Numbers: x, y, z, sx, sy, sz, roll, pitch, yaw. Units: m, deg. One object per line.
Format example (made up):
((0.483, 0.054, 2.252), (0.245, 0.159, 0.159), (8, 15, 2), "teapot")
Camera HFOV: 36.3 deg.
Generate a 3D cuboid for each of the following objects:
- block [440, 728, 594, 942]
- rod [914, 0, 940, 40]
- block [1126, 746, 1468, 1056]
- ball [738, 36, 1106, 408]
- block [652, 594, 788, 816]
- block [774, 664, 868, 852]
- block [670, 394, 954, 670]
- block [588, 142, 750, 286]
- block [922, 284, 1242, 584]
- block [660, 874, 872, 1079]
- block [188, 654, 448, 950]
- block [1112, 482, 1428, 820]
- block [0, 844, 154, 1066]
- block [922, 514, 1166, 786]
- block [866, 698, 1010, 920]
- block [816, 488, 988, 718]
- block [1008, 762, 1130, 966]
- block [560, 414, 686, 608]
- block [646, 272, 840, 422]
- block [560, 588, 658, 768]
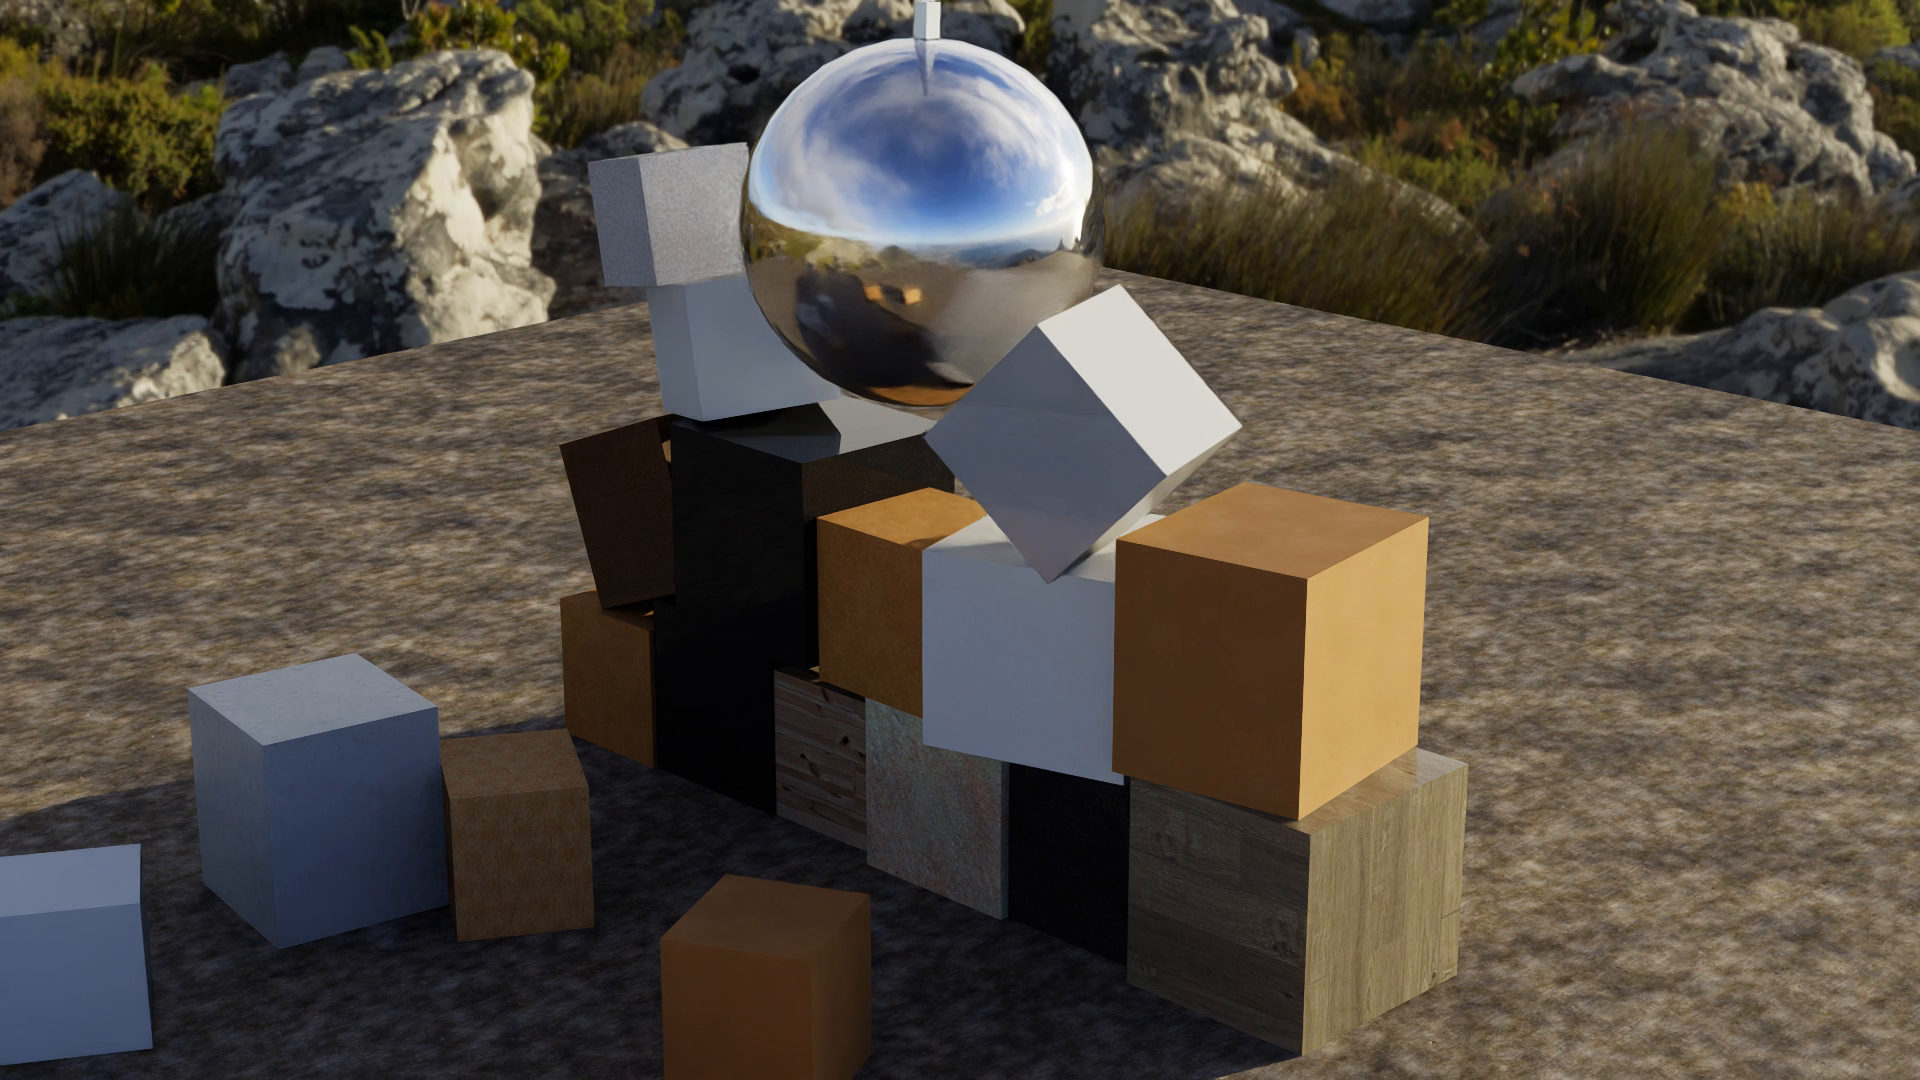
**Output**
((-1.989, 1.305, 13.075), (0.598, 0.669, 0.720), (-4, 18, -14), "block")
((-0.071, -4.644, 11.807), (0.080, 5.200, 0.080), (17, 22, 42), "rod")
((1.409, 1.401, 12.284), (0.941, 0.962, 1.050), (17, 24, 42), "block")
((-0.165, -1.375, 12.737), (1.600, 1.600, 1.600), (0, 17, 0), "ball")
((-0.930, 0.725, 14.545), (0.786, 0.896, 0.863), (-17, 24, -42), "block")
((-0.367, 0.969, 14.023), (0.732, 0.743, 0.728), (-17, 24, -42), "block")
((-0.699, -0.075, 13.952), (0.935, 0.985, 0.961), (-16, 23, -41), "block")
((-1.366, -1.562, 14.080), (0.581, 0.603, 0.552), (-13, 11, -31), "block")
((0.515, -0.448, 12.146), (0.794, 0.733, 0.832), (50, 31, 5), "block")
((-0.749, 1.792, 11.477), (0.618, 0.698, 0.642), (6, 18, 18), "block")
((-2.870, 1.148, 13.113), (0.810, 0.947, 0.857), (-12, 21, -34), "block")
((1.280, 0.430, 12.091), (0.880, 1.006, 1.013), (12, 21, 34), "block")
((-3.635, 1.680, 11.934), (0.627, 0.639, 0.613), (-4, 18, -14), "block")
((0.491, 0.408, 12.685), (0.962, 0.879, 0.947), (10, 20, 28), "block")
((0.208, 1.096, 13.472), (0.941, 0.831, 0.861), (-17, 24, -42), "block")
((-0.150, 0.275, 13.395), (0.705, 0.782, 0.709), (-16, 24, -41), "block")
((0.793, 1.257, 12.897), (0.794, 0.868, 0.841), (16, 24, 42), "block")
((-1.358, -0.206, 14.748), (0.794, 0.854, 0.834), (-17, 3, -42), "block")
((-1.050, -0.968, 14.092), (0.684, 0.643, 0.724), (-11, 10, -19), "block")
((-1.508, 0.637, 15.103), (0.795, 0.728, 0.715), (-17, 24, -42), "block")
